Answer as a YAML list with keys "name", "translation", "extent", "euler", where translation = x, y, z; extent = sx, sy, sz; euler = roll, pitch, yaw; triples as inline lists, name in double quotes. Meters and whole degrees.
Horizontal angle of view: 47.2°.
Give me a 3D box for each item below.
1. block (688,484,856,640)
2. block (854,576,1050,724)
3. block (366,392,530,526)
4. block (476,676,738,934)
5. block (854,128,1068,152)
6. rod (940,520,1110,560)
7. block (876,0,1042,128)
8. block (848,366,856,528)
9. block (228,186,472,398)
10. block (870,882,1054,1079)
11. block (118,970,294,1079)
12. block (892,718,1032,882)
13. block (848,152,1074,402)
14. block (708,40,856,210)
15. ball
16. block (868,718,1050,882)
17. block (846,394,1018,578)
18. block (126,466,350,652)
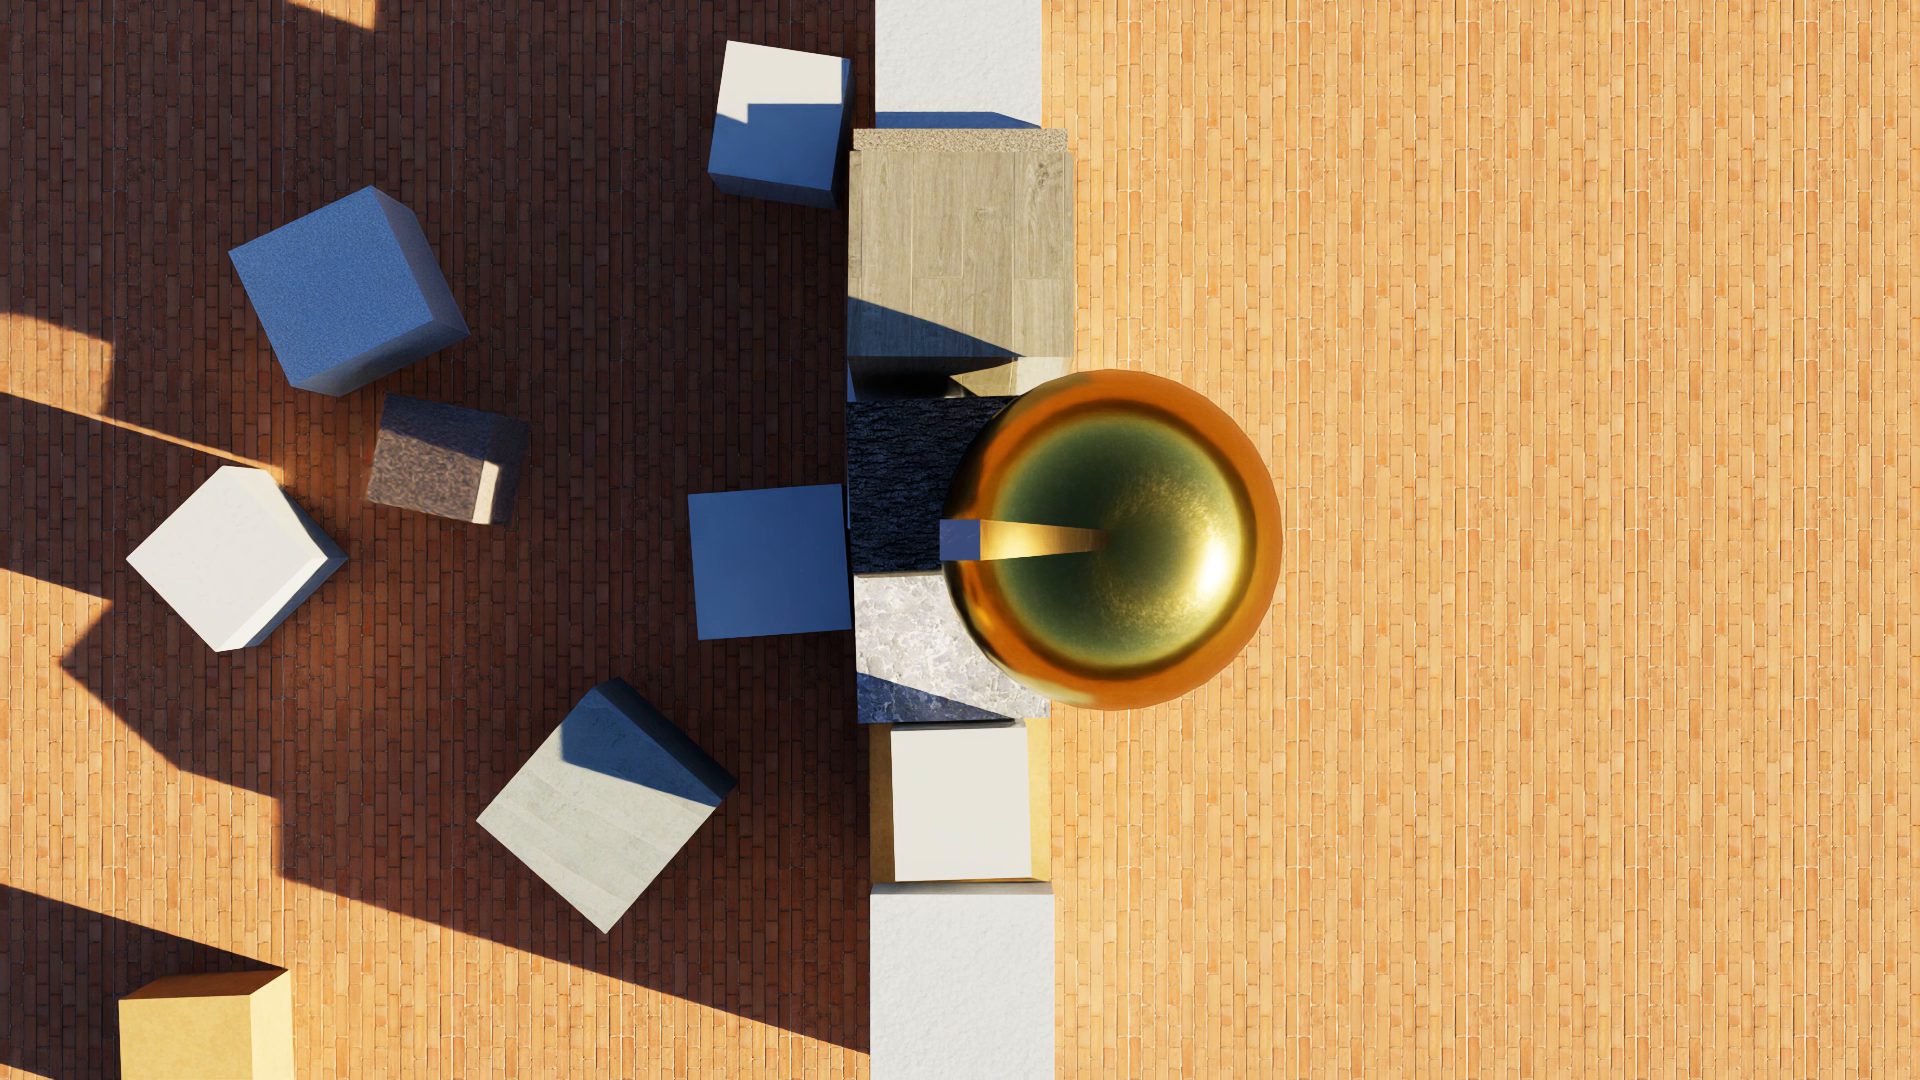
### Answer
- name: "block"
  translation: [-1.057, 0.121, 12.609]
  extent: [0.853, 0.782, 0.811]
  euler: [-4, 90, 0]
- name: "block"
  translation: [-0.047, 0.462, 12.403]
  extent: [1.029, 1.194, 1.014]
  euler: [-2, 90, 0]
- name: "block"
  translation: [-2.938, -0.457, 12.654]
  extent: [0.645, 0.605, 0.623]
  euler: [11, 90, 8]
- name: "block"
  translation: [-1.980, 1.483, 12.532]
  extent: [0.946, 0.936, 0.975]
  euler: [41, 90, 0]
- name: "block"
  translation: [0.004, -1.738, 12.525]
  extent: [1.173, 0.949, 1.032]
  euler: [0, 90, 0]
- name: "rod"
  translation: [0.303, 0.000, 6.882]
  extent: [0.080, 5.200, 0.080]
  euler: [0, 90, 7]
- name: "block"
  translation: [-0.009, -2.663, 12.597]
  extent: [0.919, 0.807, 0.798]
  euler: [0, 90, 0]
- name: "block"
  translation: [-0.018, -0.637, 12.483]
  extent: [1.187, 1.035, 1.152]
  euler: [0, 90, 0]
- name: "block"
  translation: [-3.453, -1.396, 12.535]
  extent: [0.865, 0.930, 0.816]
  euler: [-25, 90, 0]
- name: "block"
  translation: [0.013, 2.480, 12.380]
  extent: [0.983, 1.240, 1.165]
  euler: [0, 90, 0]
- name: "block"
  translation: [-4.311, 2.969, 12.633]
  extent: [0.733, 0.734, 0.833]
  euler: [-2, 90, 0]
- name: "block"
  translation: [0.006, 1.372, 11.791]
  extent: [0.706, 0.745, 0.776]
  euler: [-2, 90, 0]
- name: "block"
  translation: [0.005, -1.319, 11.399]
  extent: [1.110, 1.151, 1.044]
  euler: [0, 81, 0]
- name: "block"
  translation: [-1.009, -2.367, 12.631]
  extent: [0.694, 0.738, 0.742]
  euler: [9, 90, 0]
- name: "ball"
  translation: [0.700, 0.000, 10.259]
  extent: [1.600, 1.600, 1.600]
  euler: [0, 90, 0]
- name: "block"
  translation: [-0.005, 1.435, 12.581]
  extent: [0.989, 0.837, 0.913]
  euler: [-1, 90, 0]
- name: "block"
  translation: [-0.121, -0.259, 11.400]
  extent: [0.871, 0.834, 0.857]
  euler: [-2, 87, 0]
- name: "block"
  translation: [-4.128, 0.104, 12.625]
  extent: [0.748, 0.750, 0.719]
  euler: [-44, 90, 0]
